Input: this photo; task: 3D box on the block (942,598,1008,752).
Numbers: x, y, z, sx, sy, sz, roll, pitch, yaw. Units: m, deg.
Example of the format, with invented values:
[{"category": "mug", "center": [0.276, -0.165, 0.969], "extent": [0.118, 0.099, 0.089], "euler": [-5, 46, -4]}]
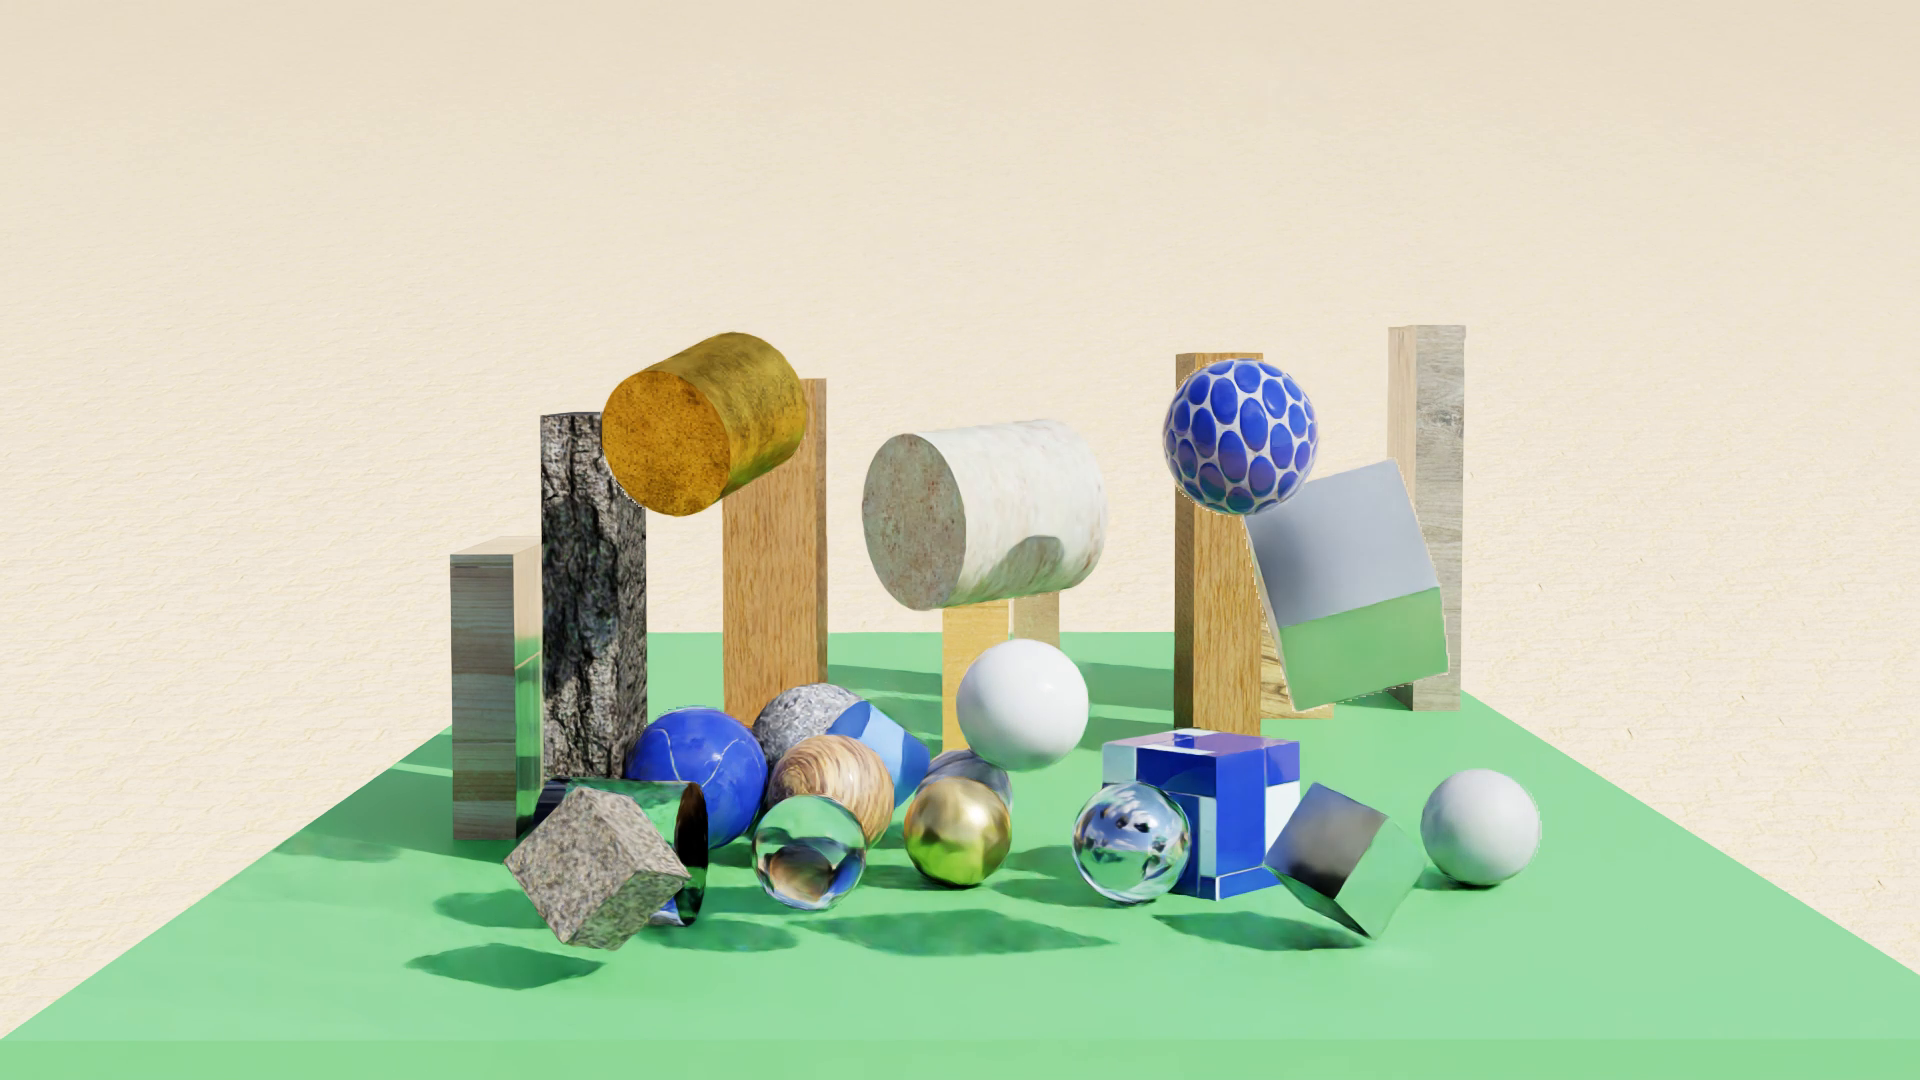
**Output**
[{"category": "block", "center": [0.026, 0.158, 4.379], "extent": [0.109, 0.430, 0.263], "euler": [0, 4, 0]}]

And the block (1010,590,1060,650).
[{"category": "block", "center": [0.152, 0.043, 5.260], "extent": [0.091, 0.546, 0.327], "euler": [0, 4, 0]}]

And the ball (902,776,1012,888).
[{"category": "ball", "center": [-0.003, 0.374, 3.295], "extent": [0.141, 0.141, 0.141], "euler": [0, 20, 0]}]

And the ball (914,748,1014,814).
[{"category": "ball", "center": [0.006, 0.358, 3.567], "extent": [0.138, 0.138, 0.138], "euler": [0, 20, 0]}]

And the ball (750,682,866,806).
[{"category": "ball", "center": [-0.204, 0.311, 3.703], "extent": [0.209, 0.209, 0.209], "euler": [0, 20, 0]}]

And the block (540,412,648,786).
[{"category": "block", "center": [-0.499, 0.127, 3.529], "extent": [0.099, 0.603, 0.316], "euler": [0, 4, 0]}]

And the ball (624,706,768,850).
[{"category": "ball", "center": [-0.353, 0.320, 3.435], "extent": [0.193, 0.193, 0.193], "euler": [0, 20, 0]}]

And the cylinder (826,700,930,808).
[{"category": "cylinder", "center": [-0.120, 0.301, 3.565], "extent": [0.112, 0.112, 0.112], "euler": [39, 7, -22]}]

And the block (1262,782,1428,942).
[{"category": "block", "center": [0.443, 0.370, 2.956], "extent": [0.114, 0.114, 0.114], "euler": [24, 74, 46]}]

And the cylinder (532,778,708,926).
[{"category": "cylinder", "center": [-0.406, 0.373, 3.074], "extent": [0.172, 0.172, 0.172], "euler": [1, 19, 9]}]

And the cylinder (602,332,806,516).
[{"category": "cylinder", "center": [-0.311, -0.143, 3.133], "extent": [0.182, 0.182, 0.182], "euler": [9, 23, 25]}]

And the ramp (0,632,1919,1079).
[{"category": "ramp", "center": [0.046, 0.414, 4.536], "extent": [2.000, 0.100, 4.000], "euler": [0, 4, 0]}]

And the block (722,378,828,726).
[{"category": "block", "center": [-0.288, 0.071, 4.034], "extent": [0.142, 0.649, 0.316], "euler": [0, 4, 0]}]

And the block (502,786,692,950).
[{"category": "block", "center": [-0.388, 0.354, 2.757], "extent": [0.118, 0.118, 0.118], "euler": [49, 9, 23]}]

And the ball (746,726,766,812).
[{"category": "ball", "center": [-0.324, 0.343, 3.825], "extent": [0.134, 0.134, 0.134], "euler": [0, 20, 0]}]

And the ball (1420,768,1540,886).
[{"category": "ball", "center": [0.667, 0.369, 3.296], "extent": [0.150, 0.150, 0.150], "euler": [0, 20, 0]}]

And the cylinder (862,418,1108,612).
[{"category": "cylinder", "center": [0.026, -0.029, 2.783], "extent": [0.190, 0.190, 0.190], "euler": [-8, 20, -36]}]

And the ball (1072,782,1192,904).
[{"category": "ball", "center": [0.214, 0.376, 3.193], "extent": [0.151, 0.151, 0.151], "euler": [0, 20, 0]}]

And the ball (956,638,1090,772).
[{"category": "ball", "center": [0.085, 0.226, 3.498], "extent": [0.182, 0.182, 0.182], "euler": [0, 20, 0]}]

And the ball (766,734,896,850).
[{"category": "ball", "center": [-0.172, 0.345, 3.425], "extent": [0.172, 0.172, 0.172], "euler": [0, 20, 0]}]

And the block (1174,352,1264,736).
[{"category": "block", "center": [0.451, 0.018, 4.516], "extent": [0.114, 0.692, 0.387], "euler": [0, 4, 0]}]

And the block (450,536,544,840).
[{"category": "block", "center": [-0.672, 0.208, 3.819], "extent": [0.089, 0.404, 0.409], "euler": [0, 4, 0]}]

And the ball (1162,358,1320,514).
[{"category": "ball", "center": [0.278, -0.102, 2.545], "extent": [0.155, 0.155, 0.155], "euler": [0, 20, 0]}]

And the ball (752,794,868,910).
[{"category": "ball", "center": [-0.185, 0.383, 3.149], "extent": [0.143, 0.143, 0.143], "euler": [0, 20, 0]}]

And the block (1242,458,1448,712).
[{"category": "block", "center": [0.401, 0.048, 2.678], "extent": [0.165, 0.165, 0.165], "euler": [-15, 54, 4]}]

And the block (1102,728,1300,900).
[{"category": "block", "center": [0.312, 0.352, 3.326], "extent": [0.181, 0.181, 0.181], "euler": [3, 5, 42]}]

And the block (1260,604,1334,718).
[{"category": "block", "center": [0.638, 0.126, 5.058], "extent": [0.144, 0.406, 0.373], "euler": [0, 4, 0]}]

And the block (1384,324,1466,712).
[{"category": "block", "center": [0.927, -0.052, 5.135], "extent": [0.093, 0.750, 0.332], "euler": [0, 4, 0]}]
